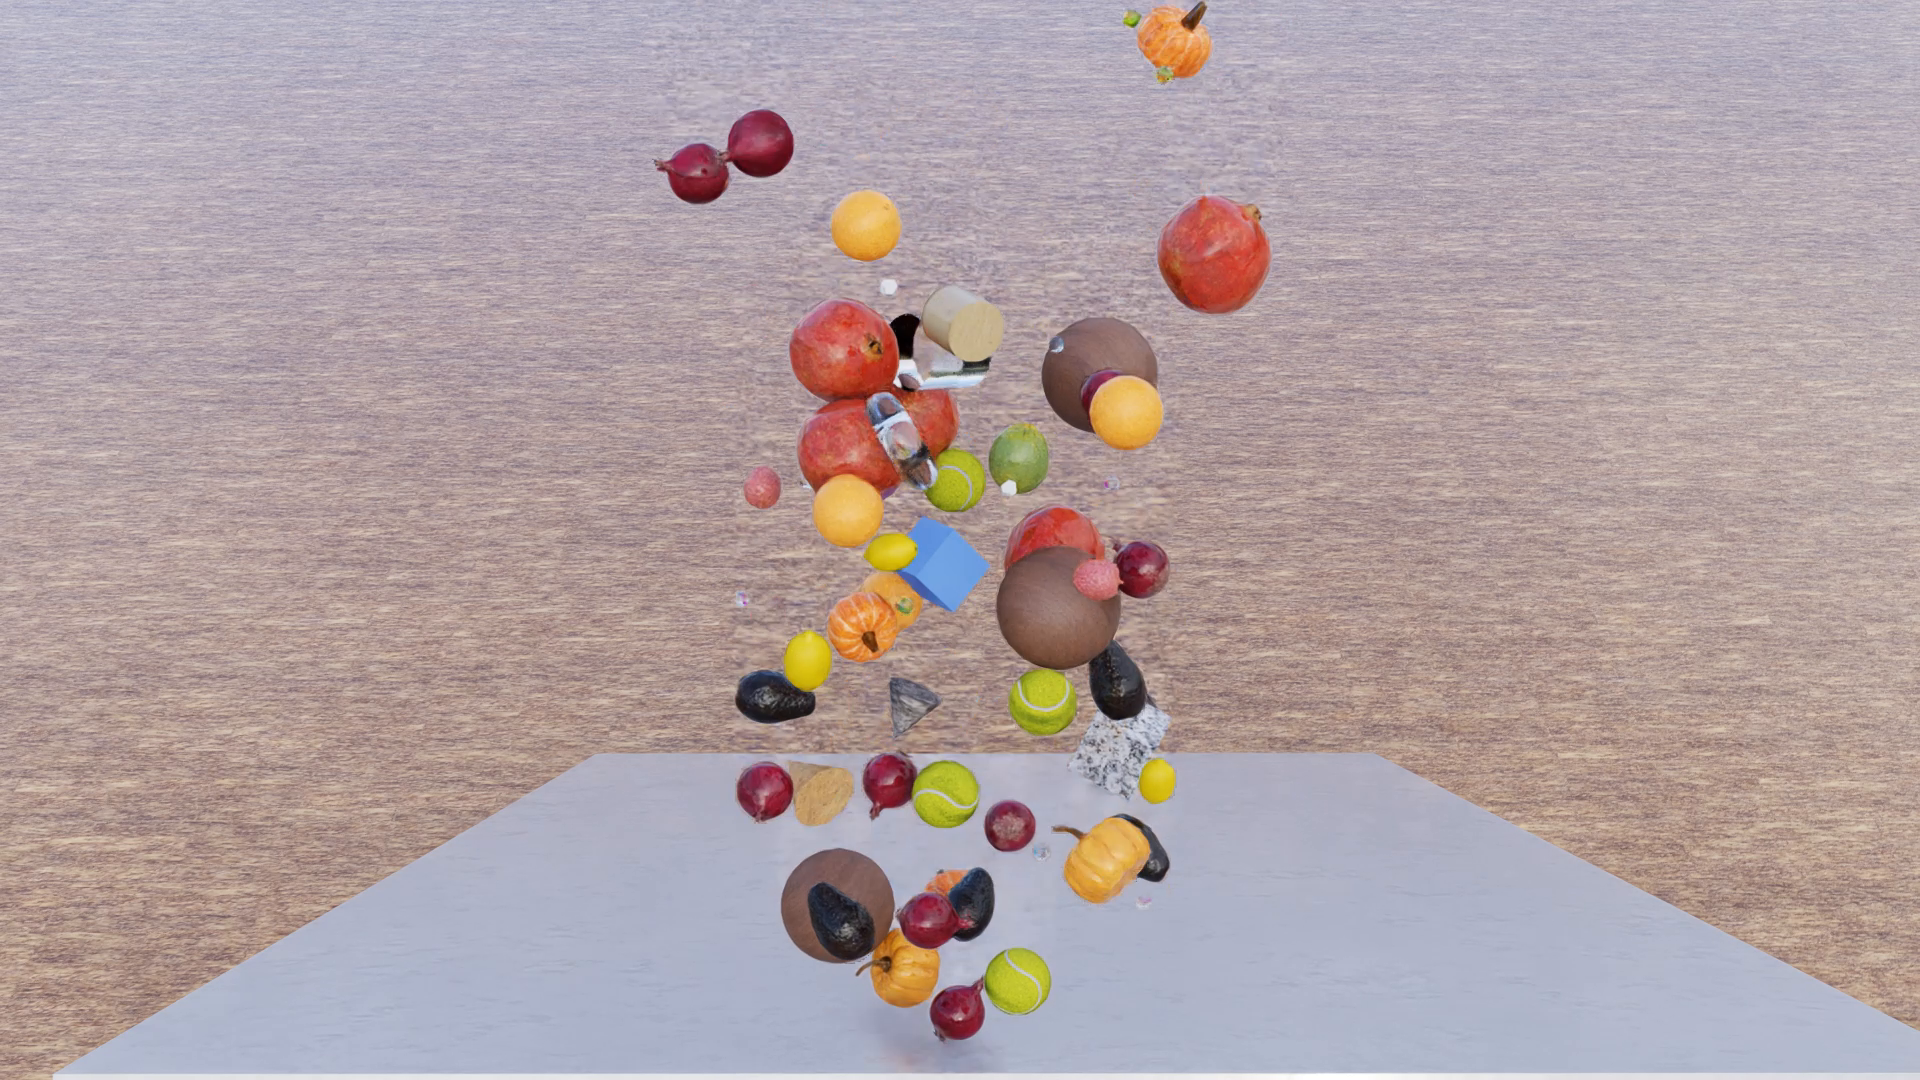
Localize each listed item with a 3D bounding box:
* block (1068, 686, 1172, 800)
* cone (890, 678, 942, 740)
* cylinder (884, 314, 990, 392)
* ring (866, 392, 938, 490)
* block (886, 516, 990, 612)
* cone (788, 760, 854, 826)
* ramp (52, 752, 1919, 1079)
[{"bbox_3d":[0.194,0.246,3.134,0.083,0.083,0.083,28,32,6],"label":"block"},{"bbox_3d":[-0.058,0.185,2.720,0.059,0.059,0.059,22,13,-5],"label":"cone"},{"bbox_3d":[-0.024,-0.201,2.751,0.081,0.081,0.081,-7,28,-40],"label":"cylinder"},{"bbox_3d":[-0.058,-0.098,2.568,0.036,0.109,0.109,-31,34,-1],"label":"ring"},{"bbox_3d":[-0.024,0.026,2.800,0.066,0.066,0.066,-52,33,-10],"label":"block"},{"bbox_3d":[-0.175,0.270,2.933,0.078,0.078,0.078,-20,40,-30],"label":"cone"},{"bbox_3d":[0.067,0.598,4.657,2.000,0.100,4.000,0,0,0],"label":"ramp"}]
